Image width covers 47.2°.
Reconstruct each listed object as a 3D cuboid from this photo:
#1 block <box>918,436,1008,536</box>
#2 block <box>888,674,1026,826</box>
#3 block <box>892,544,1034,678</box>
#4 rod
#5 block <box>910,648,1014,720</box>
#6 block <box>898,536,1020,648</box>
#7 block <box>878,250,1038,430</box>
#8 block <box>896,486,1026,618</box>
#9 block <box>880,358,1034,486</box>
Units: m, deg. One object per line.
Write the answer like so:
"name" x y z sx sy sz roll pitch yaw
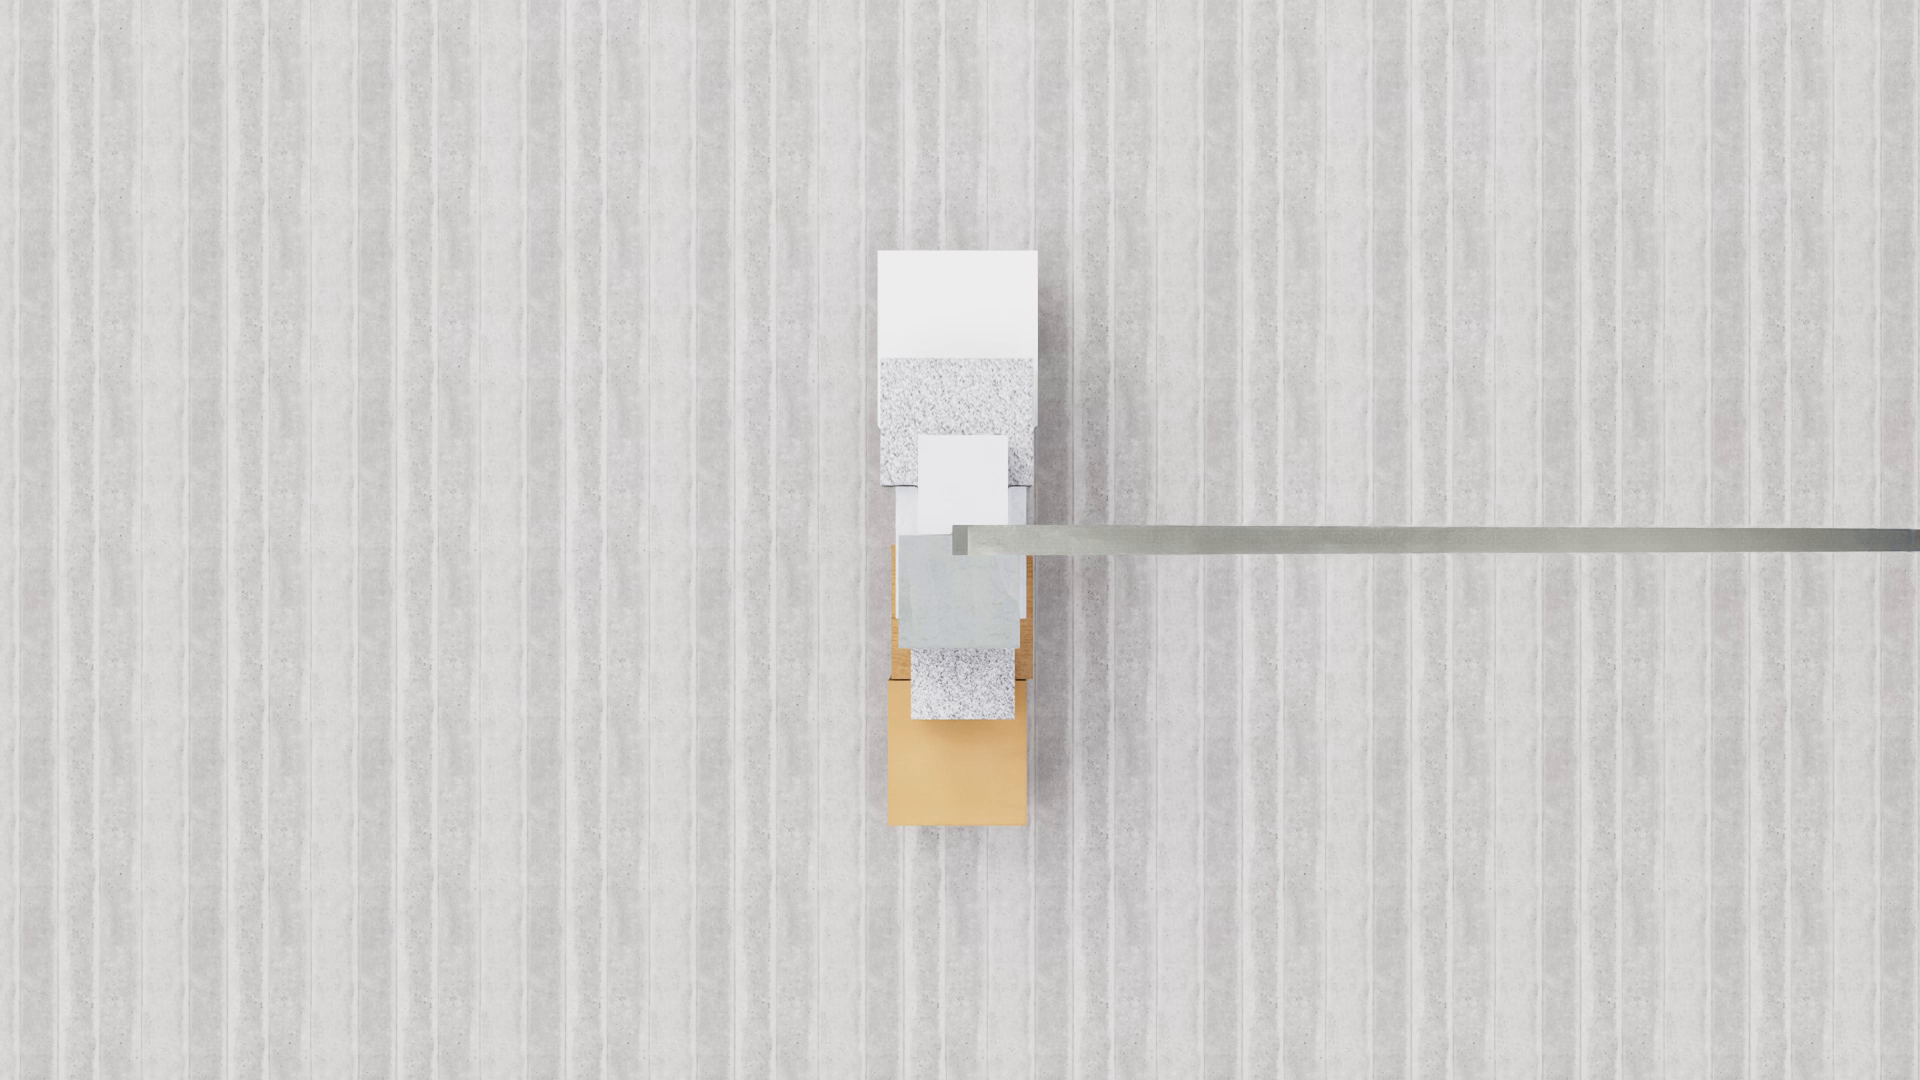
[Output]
"block" 0.015 -0.275 11.199 0.449 0.417 0.499 0 90 0
"block" -0.015 1.183 12.601 0.769 0.798 0.805 0 90 0
"block" 0.012 0.398 12.595 0.786 0.809 0.744 0 90 0
"rod" 2.234 0.000 7.063 5.200 0.080 0.080 0 90 -31
"block" 0.015 0.687 11.945 0.552 0.491 0.533 0 90 0
"block" -0.004 0.256 11.195 0.601 0.617 0.560 0 90 0
"block" -0.013 -1.104 12.519 0.875 0.962 0.962 0 90 0
"block" 0.005 0.064 11.848 0.683 0.686 0.693 0 90 0
"block" -0.016 -0.618 11.721 0.794 0.632 0.661 0 91 0
